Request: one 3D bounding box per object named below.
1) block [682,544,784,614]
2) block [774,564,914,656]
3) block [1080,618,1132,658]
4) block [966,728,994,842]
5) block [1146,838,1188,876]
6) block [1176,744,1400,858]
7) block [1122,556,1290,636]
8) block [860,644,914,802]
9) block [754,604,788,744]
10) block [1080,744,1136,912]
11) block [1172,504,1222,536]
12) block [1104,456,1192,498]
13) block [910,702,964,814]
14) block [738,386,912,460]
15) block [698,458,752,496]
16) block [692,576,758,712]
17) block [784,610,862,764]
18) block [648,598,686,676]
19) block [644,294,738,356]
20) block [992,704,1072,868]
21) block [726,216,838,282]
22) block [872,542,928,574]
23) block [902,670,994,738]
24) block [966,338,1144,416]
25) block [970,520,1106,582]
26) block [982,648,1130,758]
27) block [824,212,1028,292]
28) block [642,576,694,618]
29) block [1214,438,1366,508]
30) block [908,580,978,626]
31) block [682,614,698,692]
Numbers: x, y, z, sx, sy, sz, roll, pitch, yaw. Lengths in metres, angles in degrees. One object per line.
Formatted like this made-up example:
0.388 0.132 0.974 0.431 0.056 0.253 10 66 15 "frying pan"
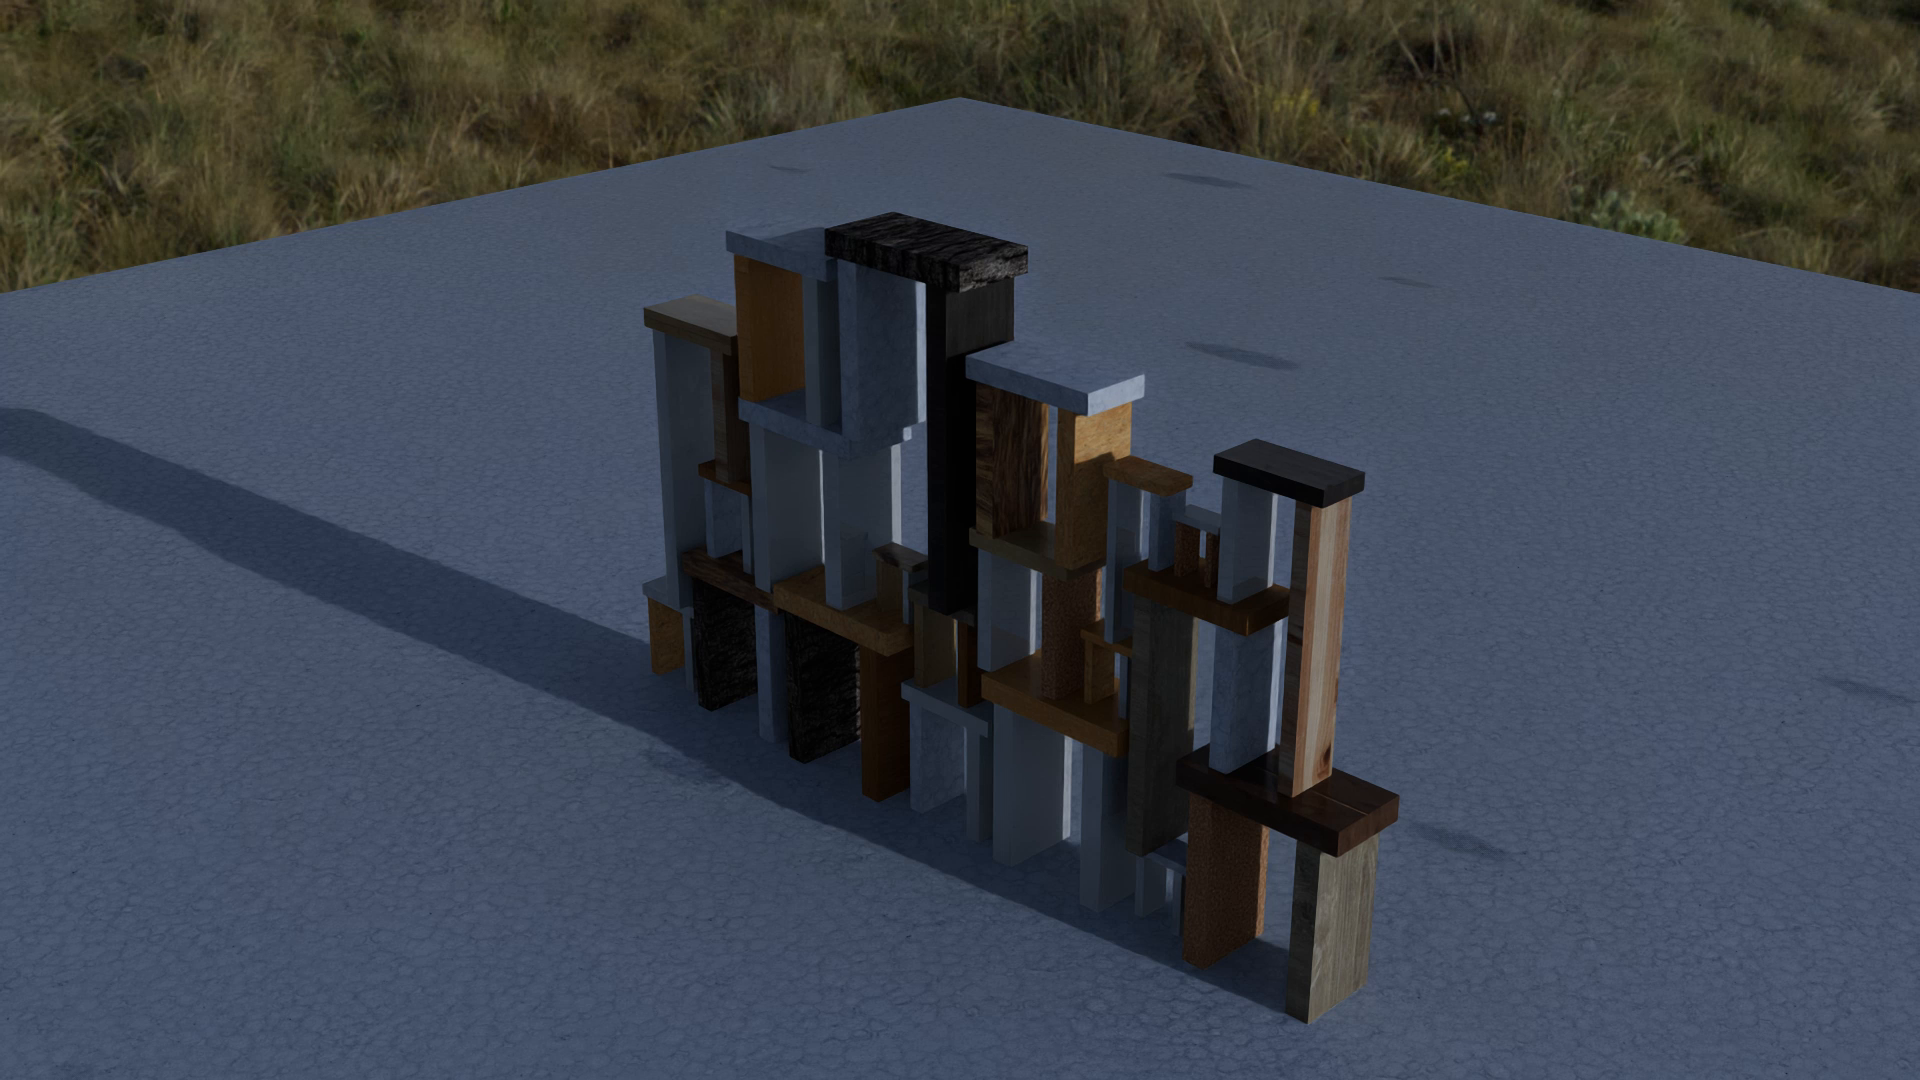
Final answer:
-0.436 0.070 4.731 0.315 0.045 0.158 21 31 41 "block"
-0.204 0.137 4.498 0.343 0.049 0.171 21 31 41 "block"
0.287 0.179 3.995 0.063 0.018 0.127 -21 31 -41 "block"
0.068 0.466 4.352 0.034 0.242 0.121 21 31 41 "block"
0.388 0.574 4.042 0.133 0.019 0.067 21 31 41 "block"
0.562 0.431 3.794 0.346 0.049 0.173 21 31 41 "block"
0.429 0.087 3.795 0.273 0.039 0.136 21 31 41 "block"
-0.123 0.349 4.500 0.049 0.343 0.171 21 31 41 "block"
-0.362 0.265 4.733 0.045 0.315 0.157 21 31 41 "block"
0.302 0.511 4.119 0.048 0.341 0.171 21 31 41 "block"
0.417 -0.035 3.757 0.050 0.014 0.101 -21 31 -40 "block"
0.326 -0.112 3.821 0.072 0.020 0.143 -21 31 -40 "block"
-0.046 0.421 4.457 0.034 0.242 0.121 21 31 41 "block"
-0.274 -0.246 4.422 0.334 0.047 0.167 22 32 40 "block"
-0.463 -0.137 4.667 0.181 0.026 0.090 21 31 41 "block"
-0.510 0.207 4.870 0.045 0.315 0.157 21 31 41 "block"
-0.285 0.286 4.649 0.049 0.343 0.171 21 31 41 "block"
-0.664 0.206 5.033 0.027 0.189 0.095 21 31 41 "block"
-0.514 -0.451 4.589 0.286 0.041 0.143 21 31 41 "block"
0.141 0.448 4.267 0.048 0.341 0.171 21 31 41 "block"
-0.305 -0.572 4.305 0.150 0.043 0.301 -21 31 -40 "block"
-0.114 0.035 4.364 0.114 0.016 0.057 21 31 41 "block"
0.011 0.317 4.351 0.242 0.034 0.121 21 31 41 "block"
0.167 -0.292 3.917 0.148 0.042 0.297 -21 31 -41 "block"
0.148 0.009 4.065 0.247 0.035 0.123 21 31 41 "block"
0.222 0.300 4.117 0.171 0.048 0.341 -21 31 -41 "block"
-0.065 -0.535 4.070 0.355 0.050 0.178 21 31 40 "block"
-0.619 0.124 4.950 0.189 0.027 0.095 21 31 41 "block"
0.537 -0.110 3.599 0.223 0.032 0.112 21 31 41 "block"
-0.006 0.116 4.280 0.182 0.026 0.091 21 31 41 "block"
-0.575 0.241 4.951 0.027 0.189 0.094 21 31 41 "block"
